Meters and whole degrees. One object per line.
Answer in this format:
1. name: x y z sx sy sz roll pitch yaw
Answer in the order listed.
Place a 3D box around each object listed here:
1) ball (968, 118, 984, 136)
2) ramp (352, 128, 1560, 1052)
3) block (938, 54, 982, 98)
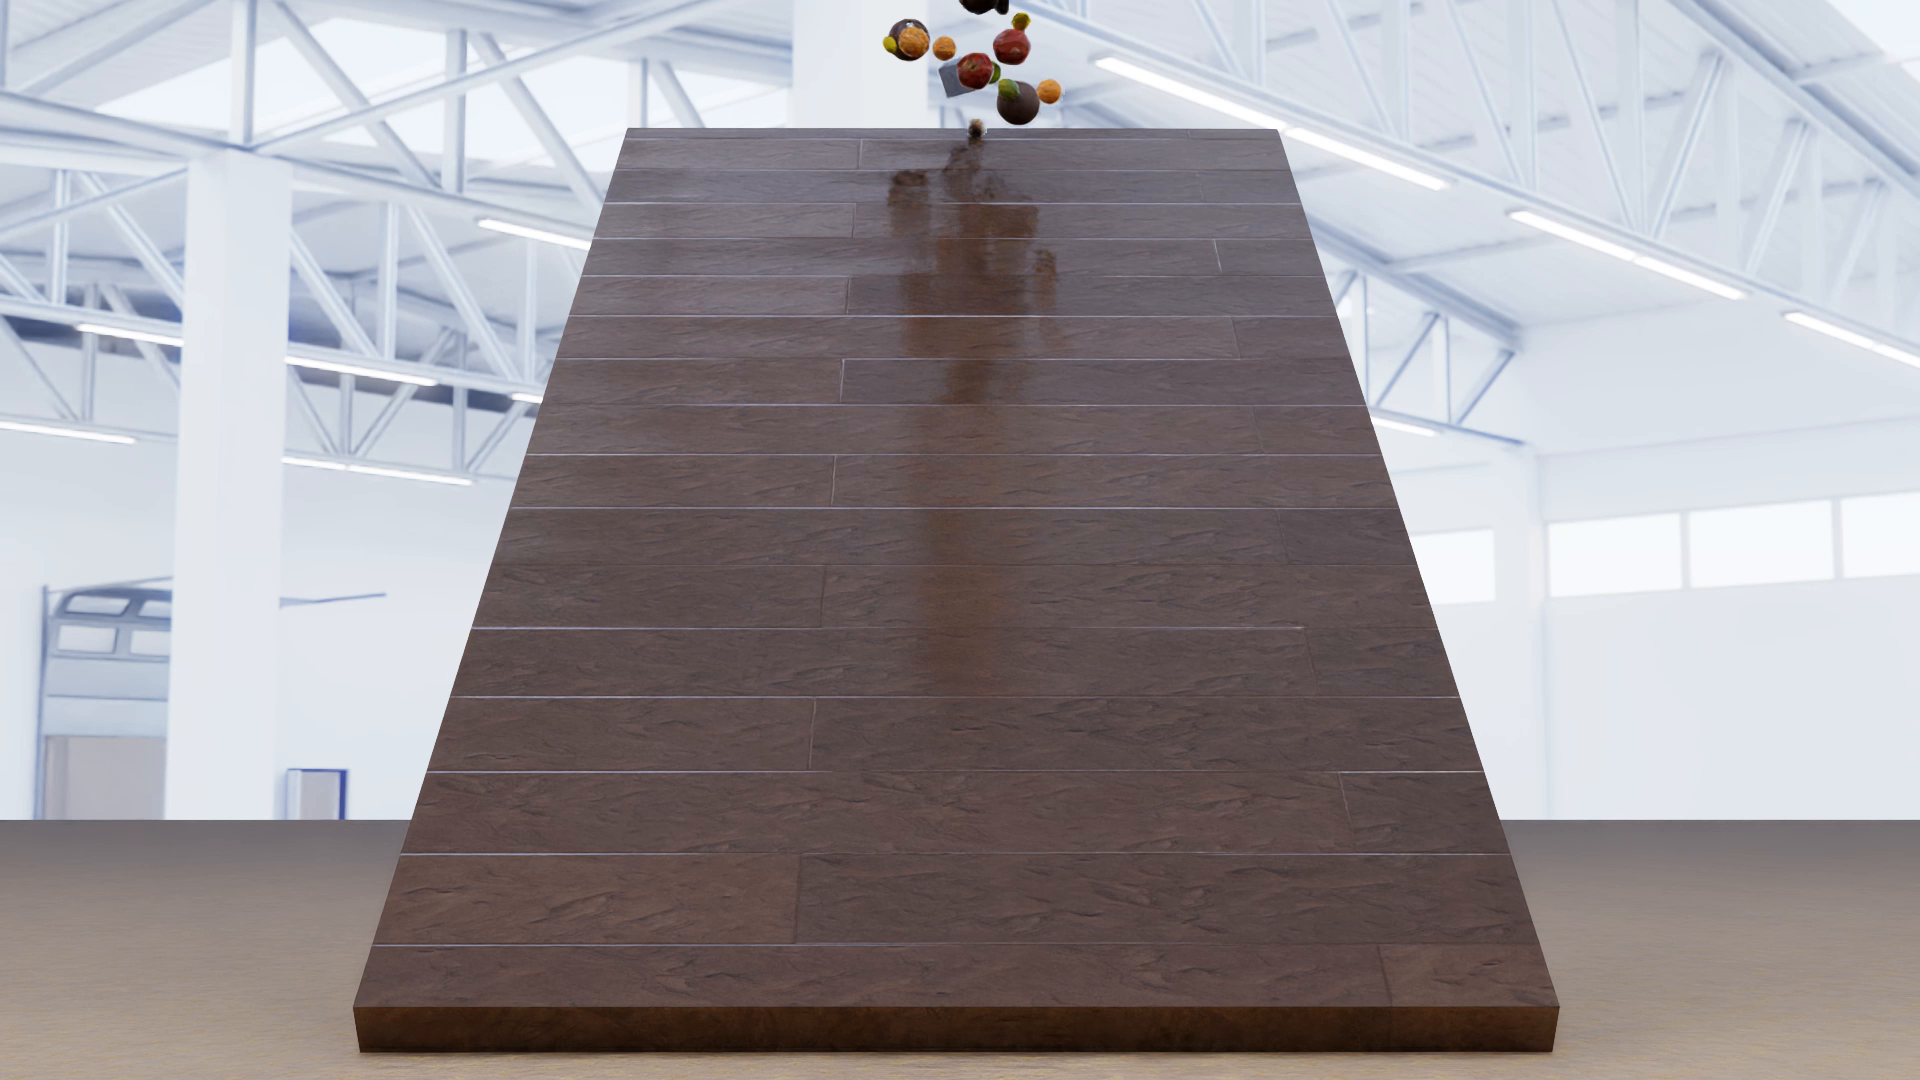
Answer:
1. ball: 0.049 -1.260 7.398 0.051 0.051 0.051 0 -6 0
2. ramp: -0.014 -0.204 5.764 2.000 0.100 4.000 0 31 0
3. block: 0.002 -1.417 7.406 0.093 0.093 0.093 -11 22 22
